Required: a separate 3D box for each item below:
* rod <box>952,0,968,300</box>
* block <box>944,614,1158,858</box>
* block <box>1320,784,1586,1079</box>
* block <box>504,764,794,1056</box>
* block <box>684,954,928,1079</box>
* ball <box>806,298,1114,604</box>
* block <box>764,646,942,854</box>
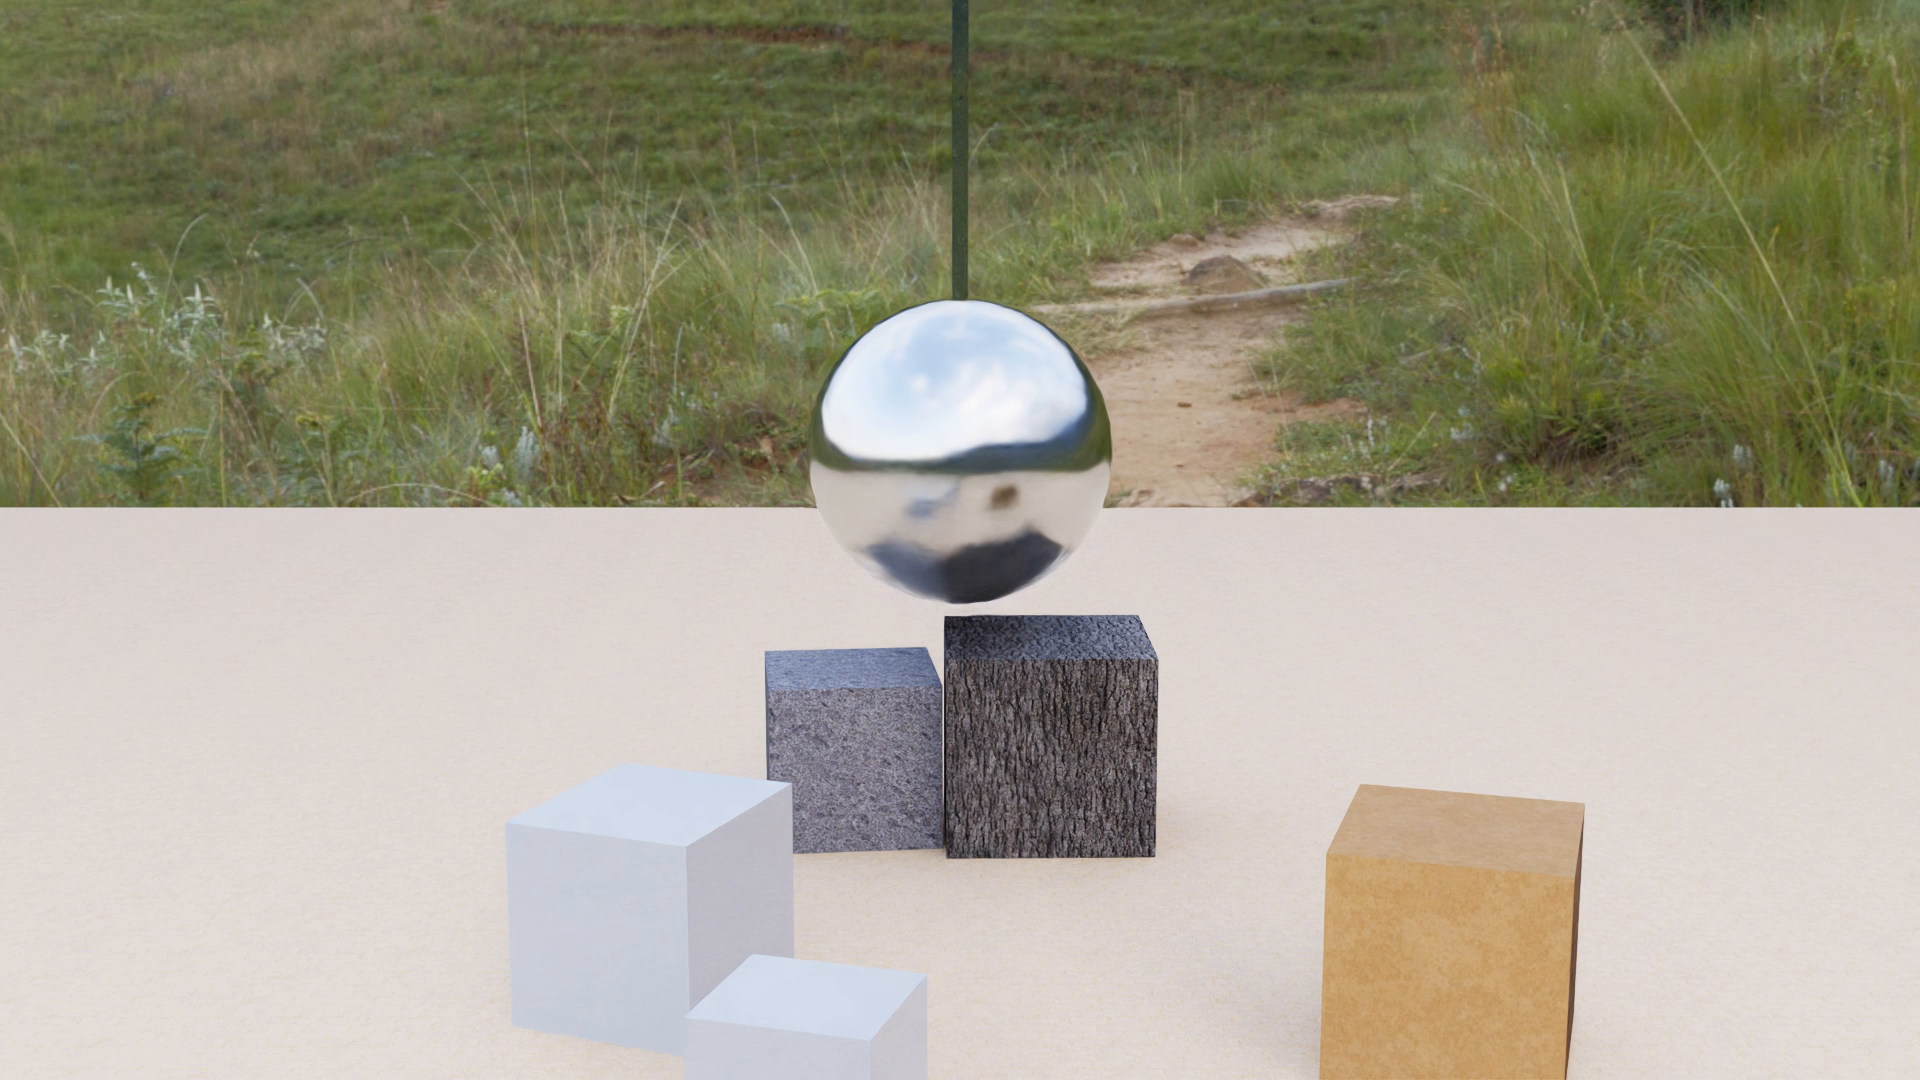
[{"bbox_3d":[0.000,-3.759,10.677,0.080,5.200,0.080,0,14,0],"label":"rod"},{"bbox_3d":[0.441,0.988,11.303,1.037,1.011,1.016,0,10,-1],"label":"block"},{"bbox_3d":[1.929,1.547,8.557,0.892,0.894,0.948,3,11,17],"label":"block"},{"bbox_3d":[-1.249,1.485,9.010,0.811,0.854,0.907,4,11,22],"label":"block"},{"bbox_3d":[-0.520,1.863,7.600,0.661,0.614,0.608,3,11,17],"label":"block"},{"bbox_3d":[0.000,-0.463,11.513,1.600,1.600,1.600,0,10,0],"label":"ball"},{"bbox_3d":[-0.560,1.068,11.337,0.859,0.842,0.854,-1,10,-6],"label":"block"}]
